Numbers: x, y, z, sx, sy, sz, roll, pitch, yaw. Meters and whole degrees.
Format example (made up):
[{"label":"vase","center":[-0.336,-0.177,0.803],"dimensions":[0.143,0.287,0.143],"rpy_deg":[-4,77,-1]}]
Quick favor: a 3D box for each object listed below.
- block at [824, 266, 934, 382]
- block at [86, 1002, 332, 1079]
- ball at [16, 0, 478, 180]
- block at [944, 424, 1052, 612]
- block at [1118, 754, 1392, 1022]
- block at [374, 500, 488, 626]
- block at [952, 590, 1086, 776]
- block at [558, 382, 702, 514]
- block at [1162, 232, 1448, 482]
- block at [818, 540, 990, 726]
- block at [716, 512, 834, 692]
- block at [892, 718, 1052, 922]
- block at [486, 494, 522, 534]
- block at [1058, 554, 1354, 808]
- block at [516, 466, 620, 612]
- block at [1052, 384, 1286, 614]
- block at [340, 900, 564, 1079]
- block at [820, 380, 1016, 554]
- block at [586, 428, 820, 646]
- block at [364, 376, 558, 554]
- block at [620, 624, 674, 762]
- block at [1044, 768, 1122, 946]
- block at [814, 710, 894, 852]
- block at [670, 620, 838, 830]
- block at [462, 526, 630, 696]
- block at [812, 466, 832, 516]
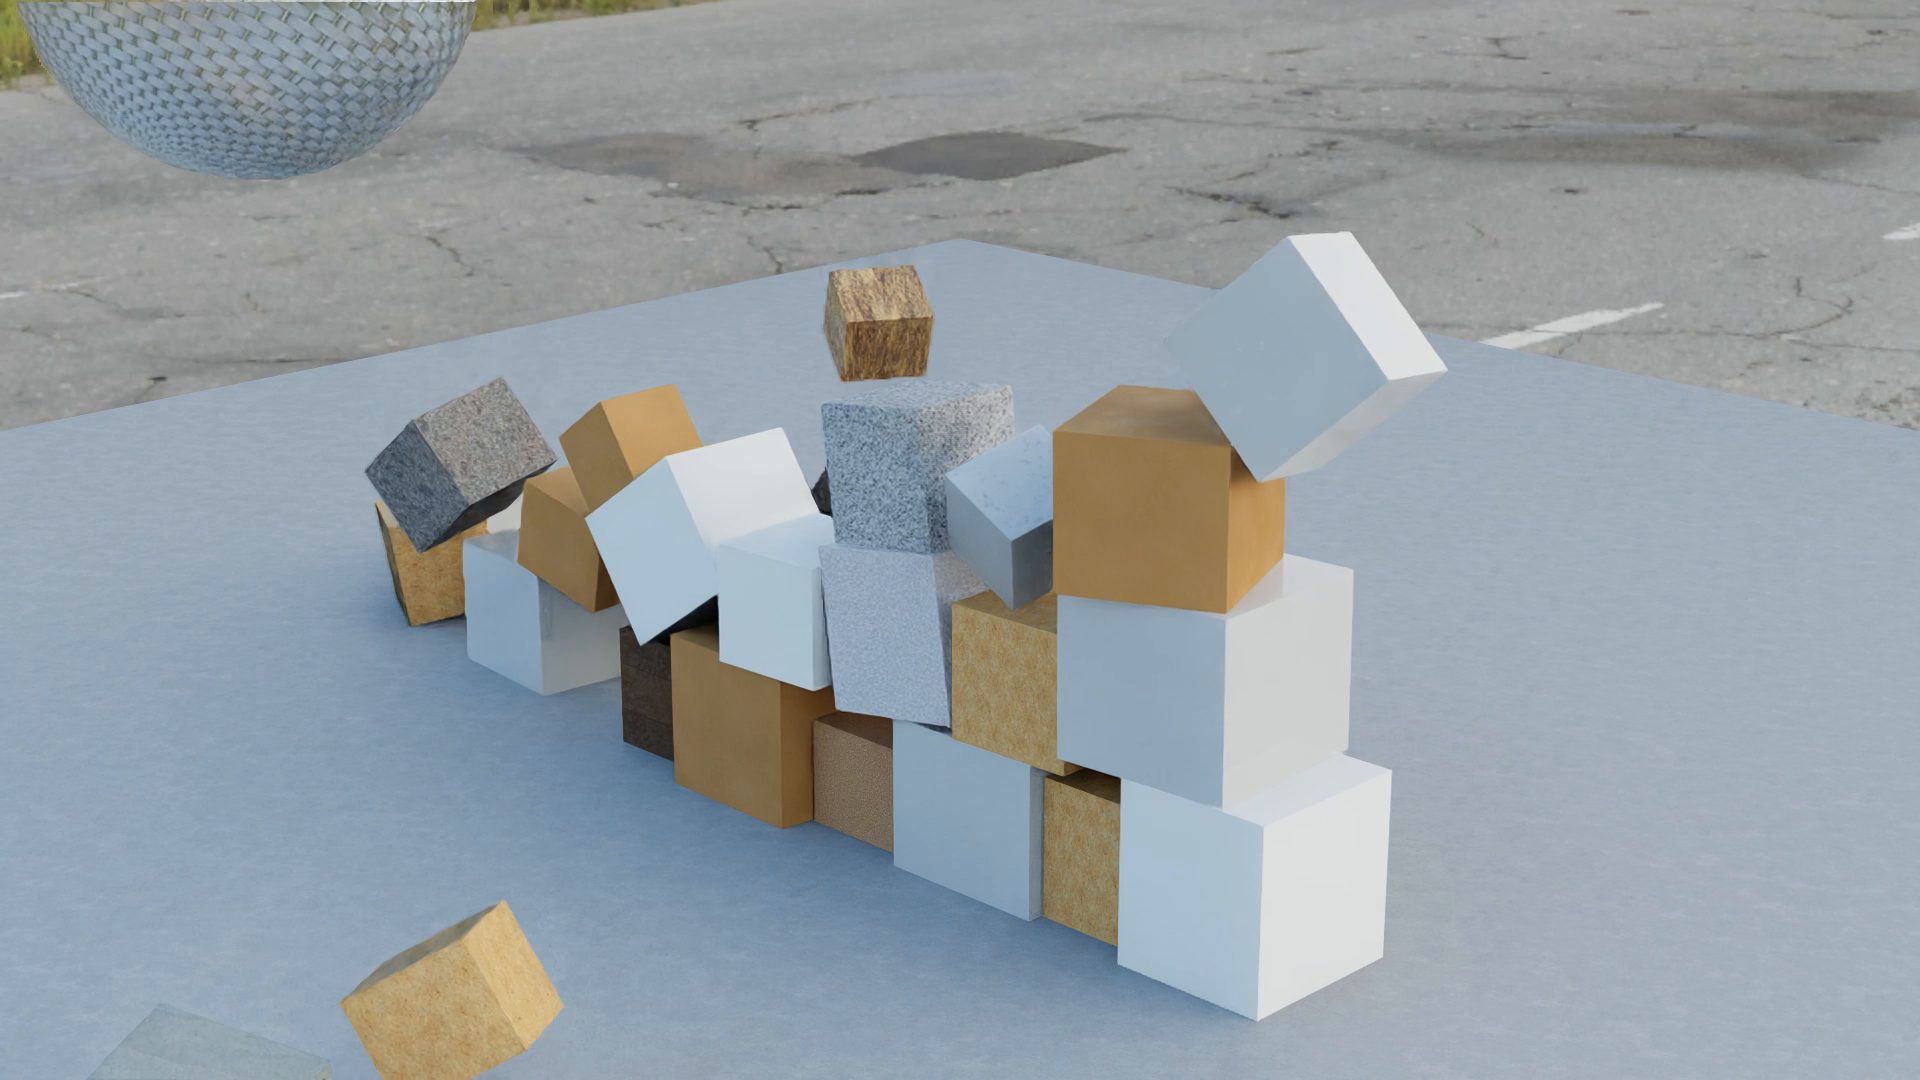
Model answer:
[{"label":"block","center":[-0.392,-1.031,13.967],"dimensions":[0.415,0.360,0.396],"rpy_deg":[-5,43,-15]},{"label":"block","center":[-2.642,2.146,10.071],"dimensions":[0.689,0.624,0.732],"rpy_deg":[15,34,16]},{"label":"ball","center":[-2.456,-2.046,10.124],"dimensions":[1.600,1.600,1.600],"rpy_deg":[0,17,0]},{"label":"block","center":[0.289,-0.098,12.795],"dimensions":[0.506,0.459,0.489],"rpy_deg":[-29,53,-22]},{"label":"block","center":[1.249,1.394,12.466],"dimensions":[0.767,0.864,0.855],"rpy_deg":[16,24,42]},{"label":"block","center":[-3.018,0.070,16.980],"dimensions":[0.545,0.607,0.569],"rpy_deg":[-15,21,-15]},{"label":"block","center":[0.464,0.565,13.017],"dimensions":[0.659,0.638,0.758],"rpy_deg":[16,23,41]},{"label":"block","center":[-1.647,-0.451,14.816],"dimensions":[0.466,0.456,0.468],"rpy_deg":[-18,-10,-40]},{"label":"block","center":[1.385,-0.741,11.766],"dimensions":[0.688,0.697,0.647],"rpy_deg":[-39,-13,28]},{"label":"block","center":[-0.097,0.346,13.483],"dimensions":[0.710,0.782,0.751],"rpy_deg":[5,16,42]},{"label":"block","center":[-0.690,0.281,13.867],"dimensions":[0.619,0.589,0.660],"rpy_deg":[15,23,39]},{"label":"block","center":[0.267,1.163,13.410],"dimensions":[0.862,0.740,0.758],"rpy_deg":[17,24,42]},{"label":"block","center":[-2.904,-0.111,17.785],"dimensions":[0.554,0.547,0.573],"rpy_deg":[12,21,34]},{"label":"block","center":[1.037,0.528,12.430],"dimensions":[0.876,0.808,0.897],"rpy_deg":[14,22,40]},{"label":"block","center":[-1.887,-0.046,15.467],"dimensions":[0.620,0.499,0.600],"rpy_deg":[30,34,33]},{"label":"block","center":[0.880,-0.186,12.198],"dimensions":[0.746,0.695,0.835],"rpy_deg":[6,18,21]},{"label":"block","center":[-1.890,1.736,10.959],"dimensions":[0.541,0.472,0.532],"rpy_deg":[-28,4,11]},{"label":"block","center":[-0.169,-0.342,13.298],"dimensions":[0.622,0.649,0.602],"rpy_deg":[6,17,45]},{"label":"block","center":[-1.242,-0.017,14.632],"dimensions":[0.755,0.708,0.788],"rpy_deg":[-17,-11,-43]},{"label":"block","center":[-2.739,-0.410,16.091],"dimensions":[0.664,0.554,0.641],"rpy_deg":[-32,-3,-43]},{"label":"block","center":[-1.311,0.746,14.948],"dimensions":[0.614,0.614,0.567],"rpy_deg":[17,24,42]},{"label":"block","center":[0.782,1.345,12.955],"dimensions":[0.628,0.666,0.537],"rpy_deg":[-17,24,-42]},{"label":"block","center":[-0.275,1.108,13.953],"dimensions":[0.552,0.519,0.641],"rpy_deg":[-17,24,-42]},{"label":"block","center":[-0.812,0.828,14.410],"dimensions":[0.878,0.779,0.818],"rpy_deg":[-16,24,-41]},{"label":"block","center":[-2.224,0.351,16.071],"dimensions":[0.664,0.693,0.774],"rpy_deg":[-14,22,-38]},{"label":"block","center":[-0.385,-0.090,15.348],"dimensions":[0.638,0.620,0.695],"rpy_deg":[15,44,15]}]
